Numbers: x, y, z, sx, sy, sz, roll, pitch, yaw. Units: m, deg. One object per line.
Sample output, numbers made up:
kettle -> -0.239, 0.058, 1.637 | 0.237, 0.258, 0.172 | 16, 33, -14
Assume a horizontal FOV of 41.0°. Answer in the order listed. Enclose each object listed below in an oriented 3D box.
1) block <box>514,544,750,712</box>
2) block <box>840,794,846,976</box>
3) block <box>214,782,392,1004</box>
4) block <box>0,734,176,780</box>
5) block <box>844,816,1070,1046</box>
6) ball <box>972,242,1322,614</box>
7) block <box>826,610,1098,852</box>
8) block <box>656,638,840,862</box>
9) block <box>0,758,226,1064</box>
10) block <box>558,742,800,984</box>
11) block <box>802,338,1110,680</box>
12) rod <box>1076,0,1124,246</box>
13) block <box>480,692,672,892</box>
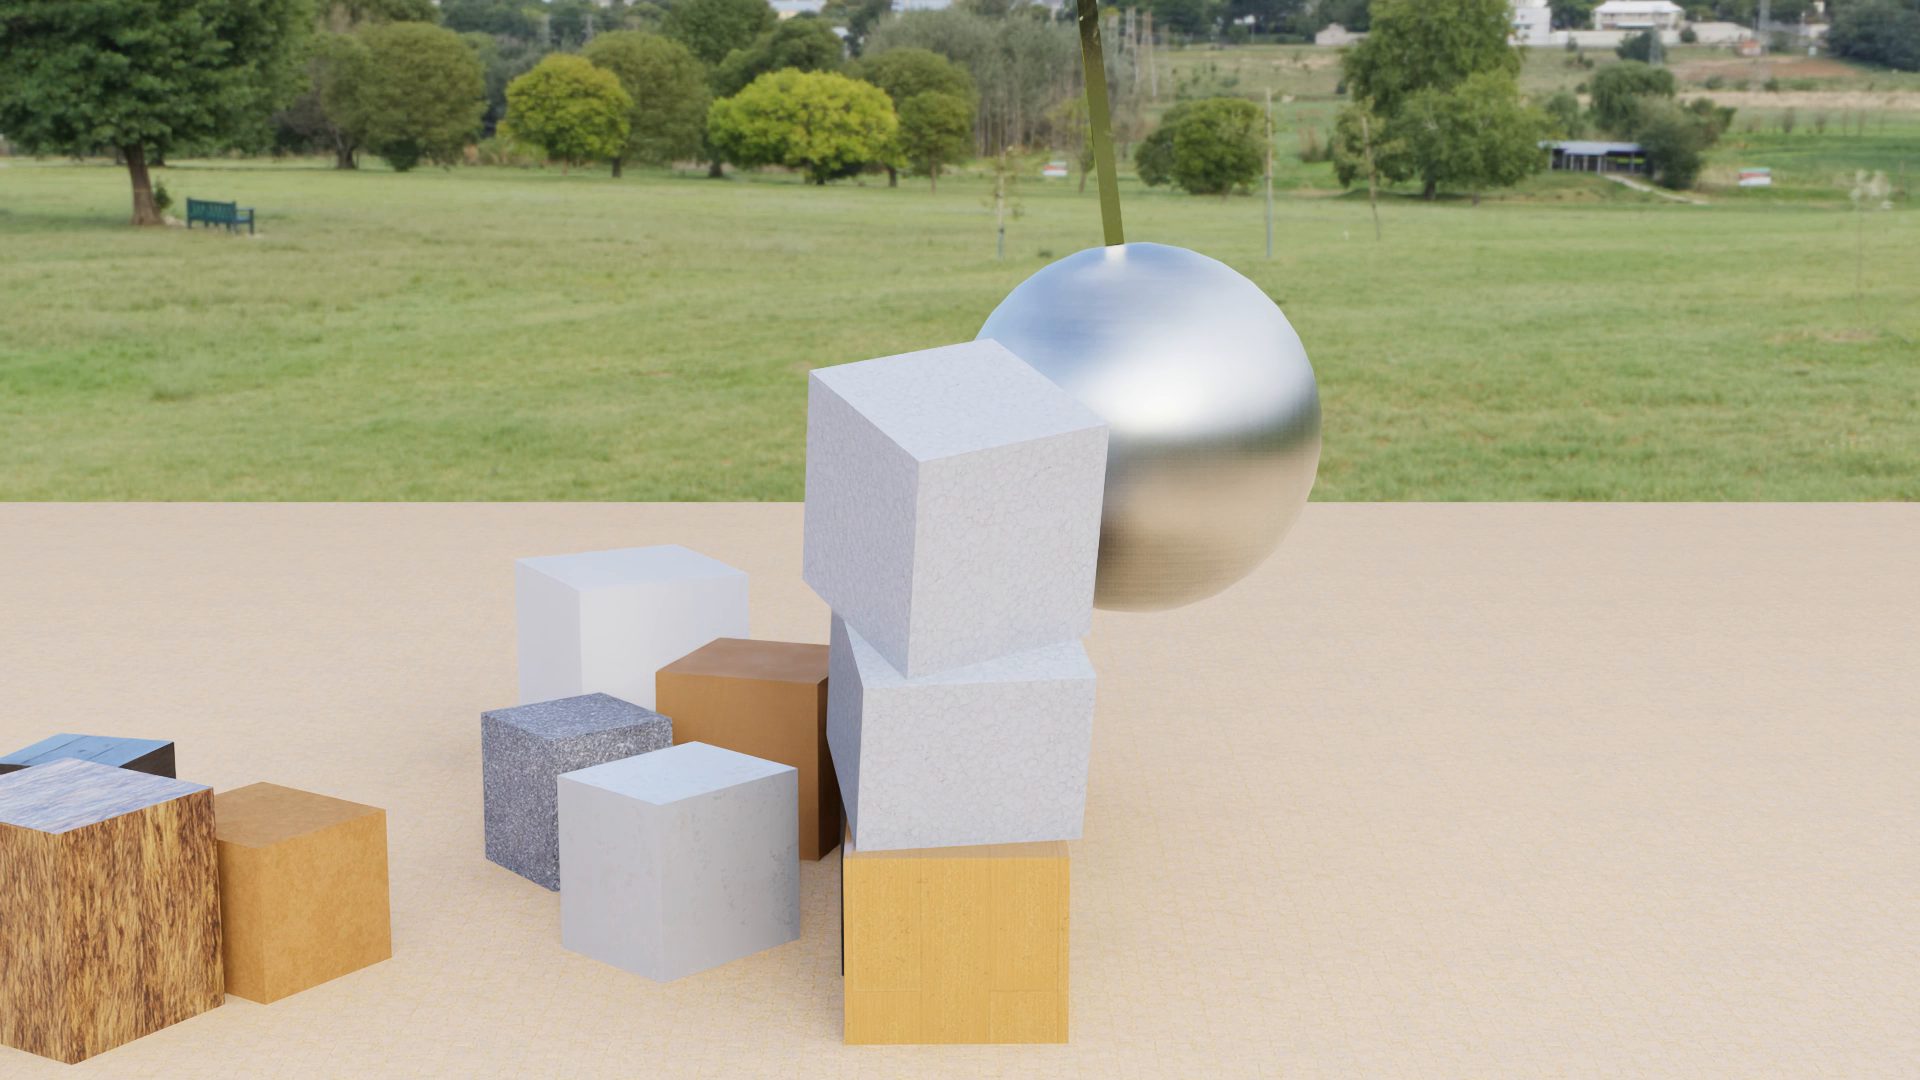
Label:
block -> -1.722, 0.615, 13.469 | 0.921, 0.972, 0.961 | -6, 12, -29
block -> -0.038, 1.213, 10.451 | 0.885, 0.875, 0.812 | 0, 10, -2
block -> -2.770, 1.387, 10.208 | 0.729, 0.618, 0.648 | 7, 12, 34
block -> -3.914, 1.202, 11.500 | 0.586, 0.521, 0.531 | 3, 11, 15
block -> -0.019, 1.434, 9.699 | 0.820, 0.709, 0.735 | 0, 10, -1
ball -> 0.761, -0.483, 11.092 | 1.600, 1.600, 1.600 | 0, 10, 0
block -> -0.016, 0.629, 9.615 | 0.846, 0.696, 0.797 | -2, 28, -11
block -> -0.899, 0.960, 11.985 | 0.786, 0.823, 0.757 | 3, 11, 17
block -> -3.346, 1.368, 9.638 | 0.819, 0.859, 0.720 | 6, 12, 31
block -> -1.139, 1.292, 10.434 | 0.630, 0.724, 0.735 | 9, 14, 42
block -> -0.034, -0.131, 9.379 | 0.772, 0.864, 0.817 | -12, 32, -28
rod -> 0.330, -3.802, 10.489 | 0.080, 5.200, 0.080 | -7, 10, 1
block -> -1.714, 1.118, 11.512 | 0.619, 0.682, 0.621 | -8, 13, -38
